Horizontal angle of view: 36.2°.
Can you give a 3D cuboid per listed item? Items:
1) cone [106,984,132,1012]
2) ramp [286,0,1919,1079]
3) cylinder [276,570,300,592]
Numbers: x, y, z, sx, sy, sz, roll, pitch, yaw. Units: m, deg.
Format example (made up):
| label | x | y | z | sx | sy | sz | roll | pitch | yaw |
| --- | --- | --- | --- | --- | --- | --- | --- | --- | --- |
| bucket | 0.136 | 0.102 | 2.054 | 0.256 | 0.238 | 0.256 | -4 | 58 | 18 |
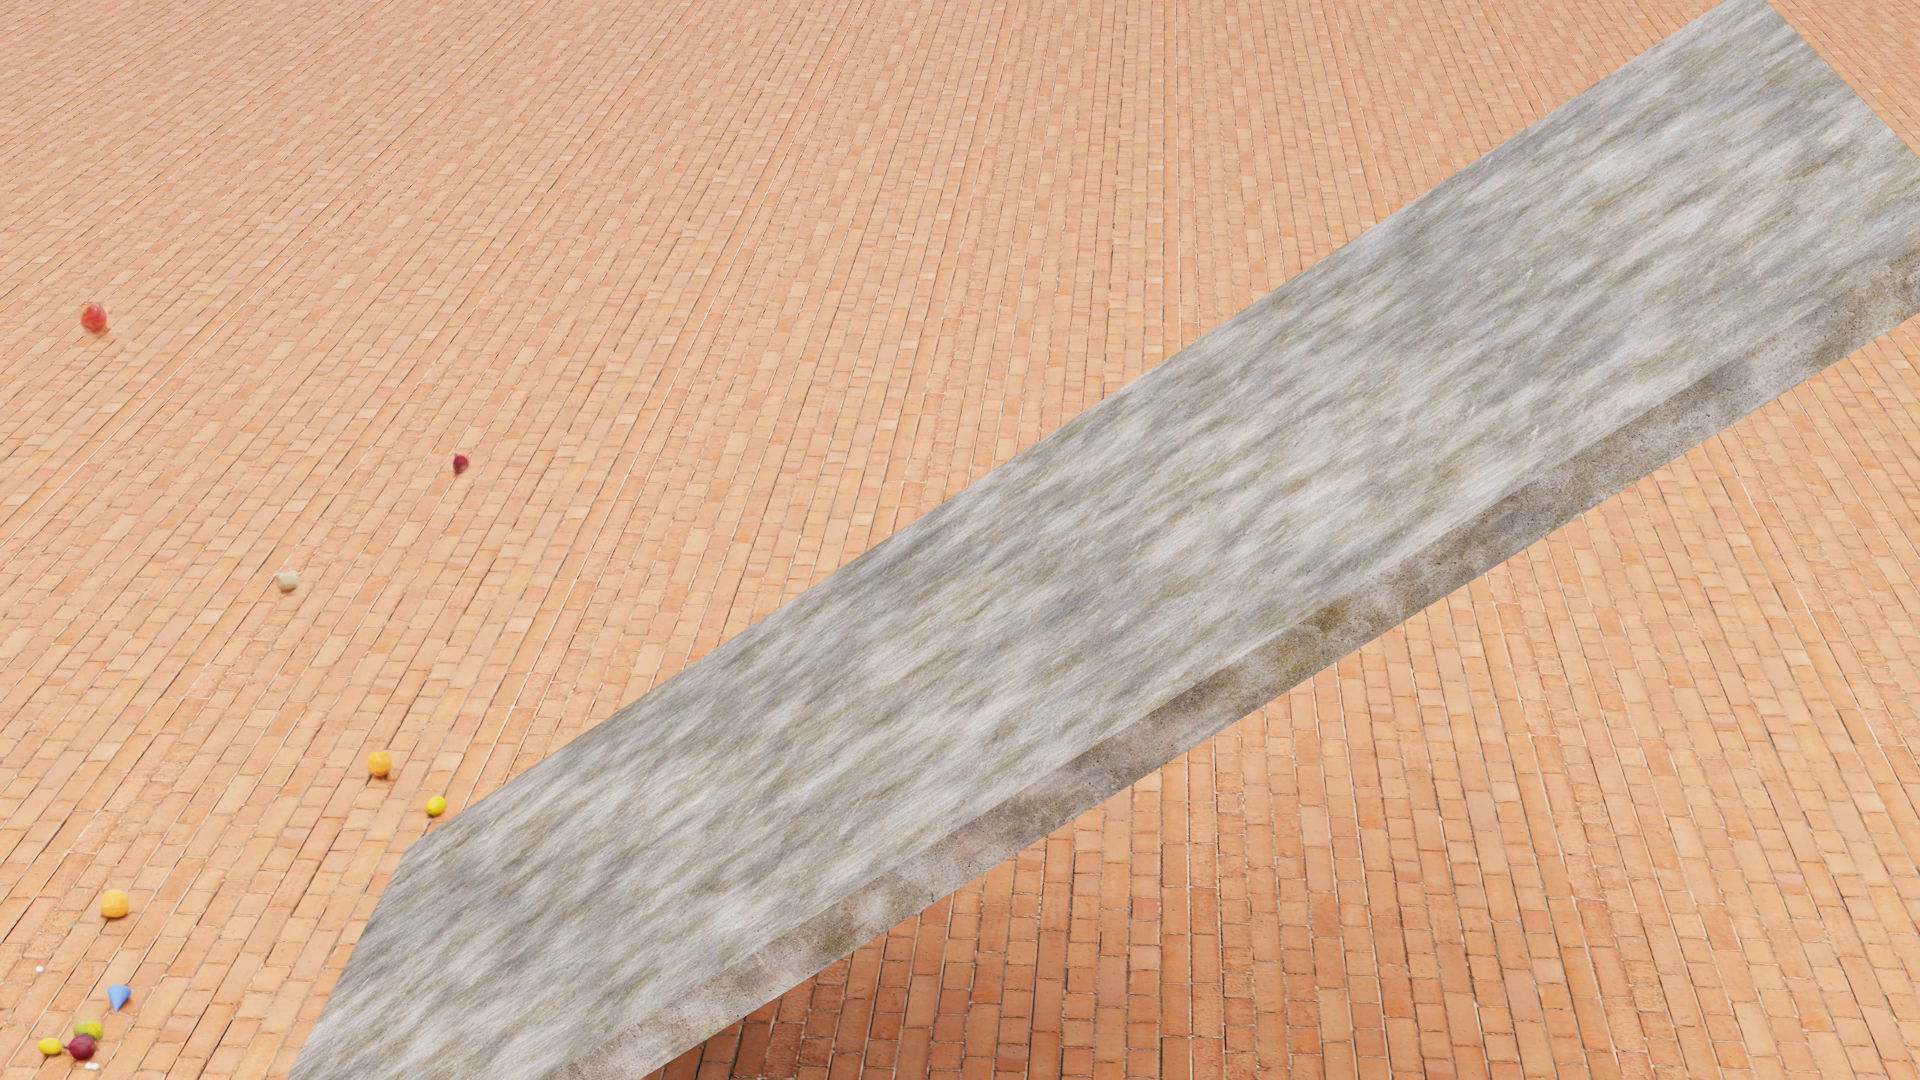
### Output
| label | x | y | z | sx | sy | sz | roll | pitch | yaw |
| --- | --- | --- | --- | --- | --- | --- | --- | --- | --- |
| cone | -2.043 | 1.121 | 7.136 | 0.060 | 0.060 | 0.060 | -1 | 48 | -3 |
| ramp | 0.135 | 0.174 | 6.307 | 4.000 | 0.100 | 2.000 | -33 | 16 | 15 |
| cylinder | -2.195 | 0.134 | 9.600 | 0.060 | 0.060 | 0.060 | -10 | 24 | -26 |
